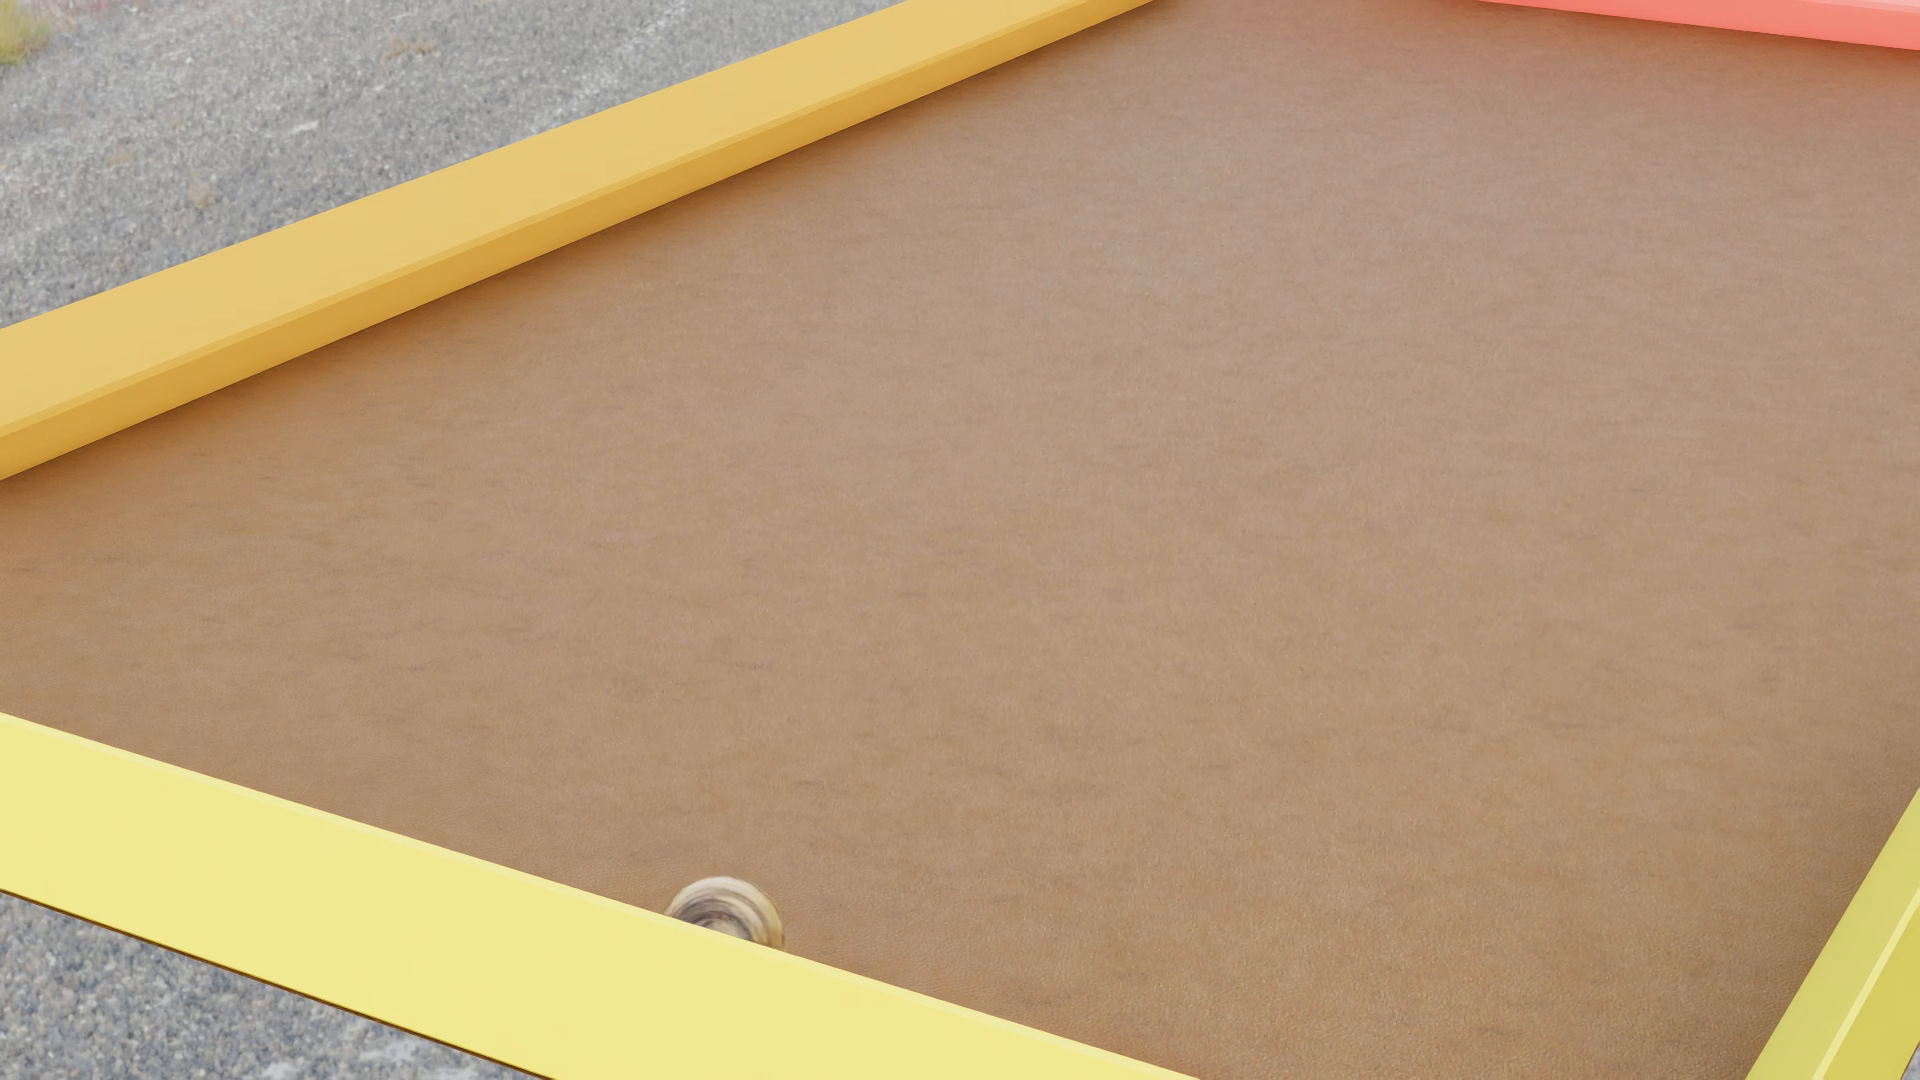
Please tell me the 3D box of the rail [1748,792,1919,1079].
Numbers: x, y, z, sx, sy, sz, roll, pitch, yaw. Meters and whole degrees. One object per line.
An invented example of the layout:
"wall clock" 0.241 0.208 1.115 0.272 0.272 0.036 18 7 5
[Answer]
"rail" 0.927 -0.109 2.218 0.045 0.112 2.597 12 26 27

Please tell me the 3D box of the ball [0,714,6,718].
"ball" -0.577 0.128 1.717 0.062 0.062 0.062 0 23 0

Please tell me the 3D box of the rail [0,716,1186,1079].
"rail" -0.312 0.181 1.520 1.439 0.112 0.045 12 26 27

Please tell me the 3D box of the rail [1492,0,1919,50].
"rail" 0.961 -0.667 3.559 1.439 0.112 0.045 12 26 27

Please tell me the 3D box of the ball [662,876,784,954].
"ball" -0.124 0.207 1.522 0.065 0.065 0.065 0 23 0

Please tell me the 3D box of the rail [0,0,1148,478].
"rail" -0.279 -0.376 2.860 0.045 0.112 2.597 12 26 27
